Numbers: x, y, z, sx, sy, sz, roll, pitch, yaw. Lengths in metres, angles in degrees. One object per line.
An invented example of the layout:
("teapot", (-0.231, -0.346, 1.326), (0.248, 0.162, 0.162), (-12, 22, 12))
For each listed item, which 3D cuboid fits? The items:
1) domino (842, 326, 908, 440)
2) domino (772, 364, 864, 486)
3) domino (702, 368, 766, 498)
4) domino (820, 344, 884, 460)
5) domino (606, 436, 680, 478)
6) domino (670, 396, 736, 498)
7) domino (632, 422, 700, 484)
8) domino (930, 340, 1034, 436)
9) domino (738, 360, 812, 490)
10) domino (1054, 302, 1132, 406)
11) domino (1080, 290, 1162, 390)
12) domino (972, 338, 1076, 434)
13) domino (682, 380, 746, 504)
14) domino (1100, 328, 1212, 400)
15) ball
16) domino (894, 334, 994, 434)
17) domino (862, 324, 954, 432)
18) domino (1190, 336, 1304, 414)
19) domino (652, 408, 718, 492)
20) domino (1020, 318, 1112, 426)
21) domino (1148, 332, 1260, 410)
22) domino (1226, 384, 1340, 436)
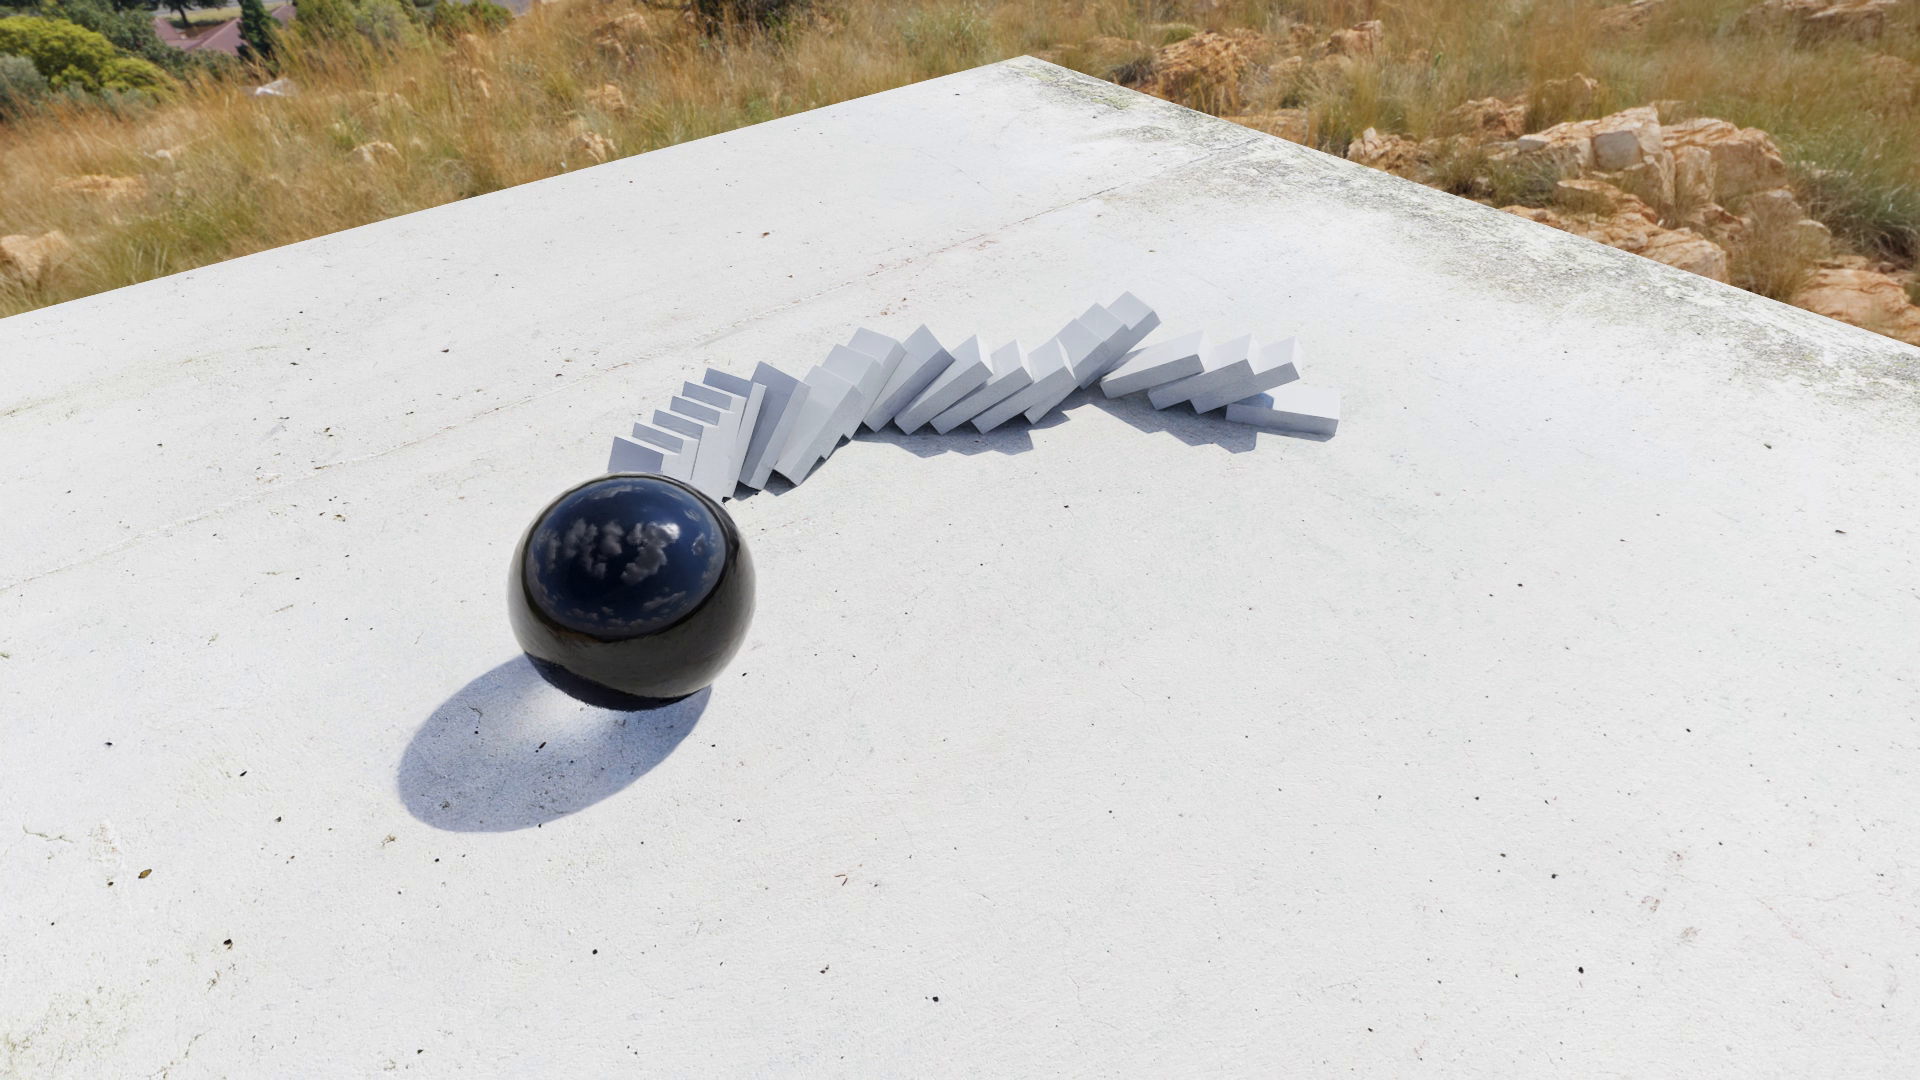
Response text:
("domino", (-0.049, -0.073, 0.511), (0.025, 0.010, 0.050), (25, 79, 34))
("domino", (-0.068, -0.051, 0.485), (0.025, 0.010, 0.050), (30, 81, 31))
("domino", (-0.103, -0.046, 0.471), (0.025, 0.050, 0.009), (20, 5, 23))
("domino", (-0.058, -0.063, 0.499), (0.025, 0.010, 0.050), (25, 79, 34))
("domino", (-0.127, -0.013, 0.429), (0.025, 0.050, 0.010), (20, 11, 22))
("domino", (-0.111, -0.032, 0.452), (0.025, 0.050, 0.009), (20, 11, 22))
("domino", (-0.122, -0.019, 0.437), (0.025, 0.050, 0.010), (20, 11, 22))
("domino", (0.009, -0.071, 0.510), (0.050, 0.010, 0.025), (-29, 36, 17))
("domino", (-0.086, -0.050, 0.477), (0.025, 0.050, 0.010), (30, 6, 31))
("domino", (0.056, -0.090, 0.533), (0.050, 0.009, 0.025), (-42, 46, 3))
("domino", (0.072, -0.099, 0.543), (0.050, 0.009, 0.025), (-41, 42, 4))
("domino", (0.028, -0.072, 0.510), (0.050, 0.010, 0.025), (-29, 38, 17))
("domino", (-0.108, -0.039, 0.461), (0.025, 0.050, 0.009), (20, 11, 22))
("domino", (0.094, -0.084, 0.528), (0.050, 0.010, 0.025), (-14, 31, 31))
("ball", (-0.109, 0.017, 0.367), (0.080, 0.080, 0.080), (0, 39, 0))
("domino", (-0.008, -0.072, 0.509), (0.050, 0.010, 0.025), (-33, 35, 20))
("domino", (-0.028, -0.076, 0.513), (0.050, 0.010, 0.025), (-42, 43, 8))
("domino", (0.134, -0.077, 0.516), (0.050, 0.010, 0.025), (-18, 29, 32))
("domino", (-0.116, -0.025, 0.444), (0.025, 0.050, 0.010), (20, 11, 22))
("domino", (0.045, -0.080, 0.521), (0.050, 0.009, 0.025), (-42, 47, 2))
("domino", (0.115, -0.079, 0.520), (0.050, 0.010, 0.025), (-18, 30, 32))
("domino", (0.153, -0.064, 0.521), (0.050, 0.009, 0.025), (11, 41, 13))
